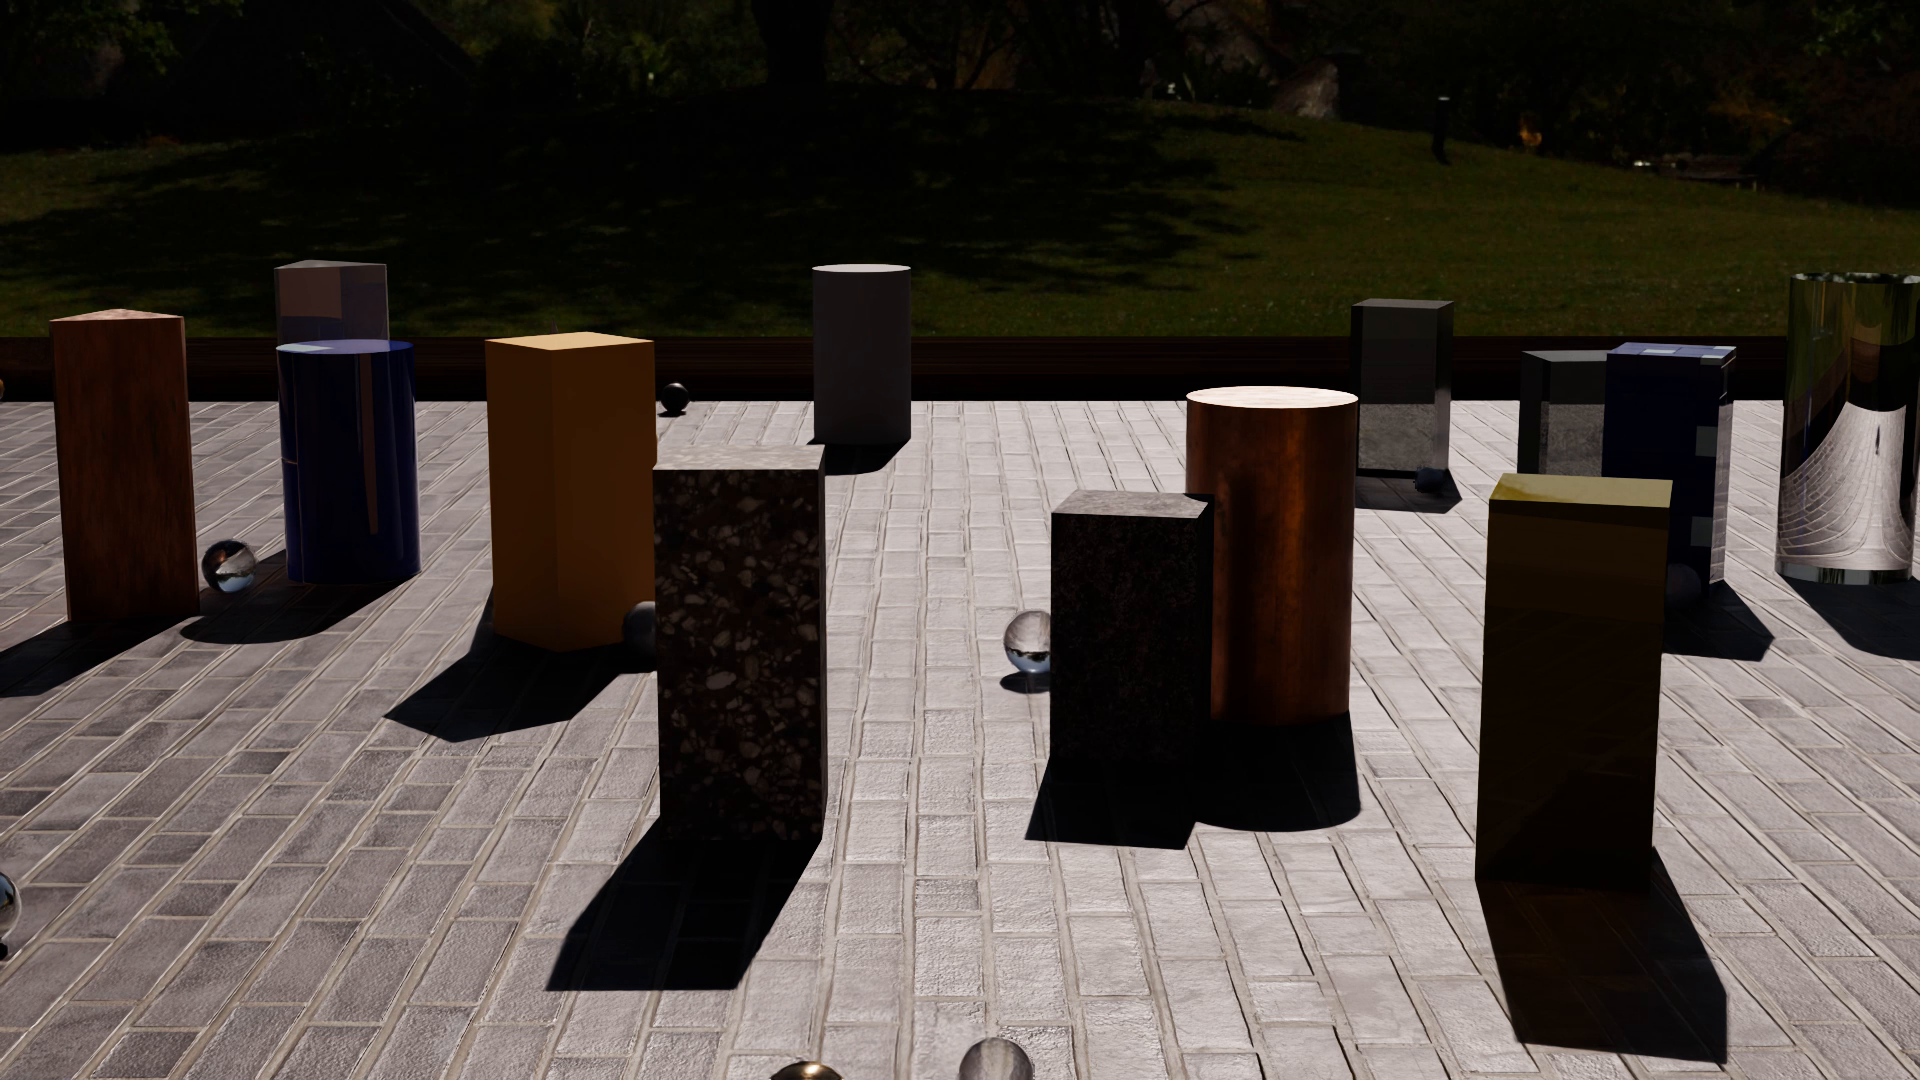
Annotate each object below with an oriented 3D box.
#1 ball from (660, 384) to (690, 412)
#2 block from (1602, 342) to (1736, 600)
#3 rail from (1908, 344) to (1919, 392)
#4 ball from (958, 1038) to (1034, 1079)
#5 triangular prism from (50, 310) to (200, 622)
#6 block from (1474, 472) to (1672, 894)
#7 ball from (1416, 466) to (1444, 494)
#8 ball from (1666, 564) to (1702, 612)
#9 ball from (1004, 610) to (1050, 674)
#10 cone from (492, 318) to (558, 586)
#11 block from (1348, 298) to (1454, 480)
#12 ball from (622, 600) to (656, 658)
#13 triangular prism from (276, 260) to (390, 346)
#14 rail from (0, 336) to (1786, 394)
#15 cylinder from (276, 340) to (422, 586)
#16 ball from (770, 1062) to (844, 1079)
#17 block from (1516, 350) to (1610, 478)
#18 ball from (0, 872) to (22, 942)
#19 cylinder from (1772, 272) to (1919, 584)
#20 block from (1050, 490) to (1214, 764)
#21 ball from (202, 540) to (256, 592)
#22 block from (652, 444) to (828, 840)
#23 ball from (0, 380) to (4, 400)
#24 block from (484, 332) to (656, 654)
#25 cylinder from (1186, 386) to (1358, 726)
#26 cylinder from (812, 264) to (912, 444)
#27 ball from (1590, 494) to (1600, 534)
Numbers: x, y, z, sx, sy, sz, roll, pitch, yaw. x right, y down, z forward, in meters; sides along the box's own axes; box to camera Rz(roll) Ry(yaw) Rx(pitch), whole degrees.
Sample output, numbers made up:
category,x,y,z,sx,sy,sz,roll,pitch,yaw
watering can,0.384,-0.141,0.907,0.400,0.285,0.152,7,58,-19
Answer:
category,x,y,z,sx,sy,sz,roll,pitch,yaw
ball,-0.601,-0.300,5.412,0.061,0.061,0.061,0,11,0
block,0.990,-0.101,3.597,0.153,0.333,0.153,5,11,23
rail,2.137,0.030,3.461,0.045,0.124,4.624,0,11,0
ball,0.025,0.376,1.801,0.053,0.053,0.053,0,11,0
triangular prism,-1.121,-0.105,3.445,0.166,0.397,0.144,-3,11,-18
block,0.560,0.126,2.338,0.153,0.348,0.153,3,11,16
ball,0.805,-0.103,4.392,0.047,0.047,0.047,0,11,0
ball,0.964,0.064,3.448,0.065,0.065,0.065,0,11,0
ball,0.091,0.123,3.093,0.077,0.077,0.077,0,11,0
cone,-0.566,-0.125,3.603,0.191,0.380,0.191,0,11,0
block,0.790,-0.273,4.601,0.153,0.304,0.153,4,11,21
ball,-0.384,0.110,3.182,0.070,0.070,0.070,0,11,0
triangular prism,-0.971,-0.210,3.931,0.166,0.426,0.144,-5,12,-27
rail,-0.013,-0.387,5.699,4.322,0.124,0.045,0,11,0
cylinder,-0.876,-0.114,3.684,0.191,0.328,0.191,0,11,0
ball,-0.103,0.384,1.725,0.066,0.066,0.066,0,11,0
block,1.029,-0.183,4.272,0.153,0.248,0.153,-1,11,-6
ball,-0.817,0.306,2.136,0.068,0.068,0.068,0,11,0
cylinder,1.278,-0.163,3.680,0.191,0.425,0.191,0,11,0
block,0.186,0.090,2.762,0.153,0.263,0.153,2,11,12
ball,-1.017,0.037,3.567,0.074,0.074,0.074,0,11,0
block,-0.209,0.096,2.478,0.153,0.356,0.153,0,11,-1
ball,-2.092,-0.325,5.513,0.072,0.072,0.072,0,11,0
block,-0.494,-0.065,3.277,0.153,0.380,0.153,-9,14,-41
cylinder,0.351,0.014,2.917,0.191,0.356,0.191,0,11,0
cylinder,-0.191,-0.365,5.016,0.191,0.333,0.191,0,11,0
ball,1.011,-0.039,3.952,0.081,0.081,0.081,0,11,0
